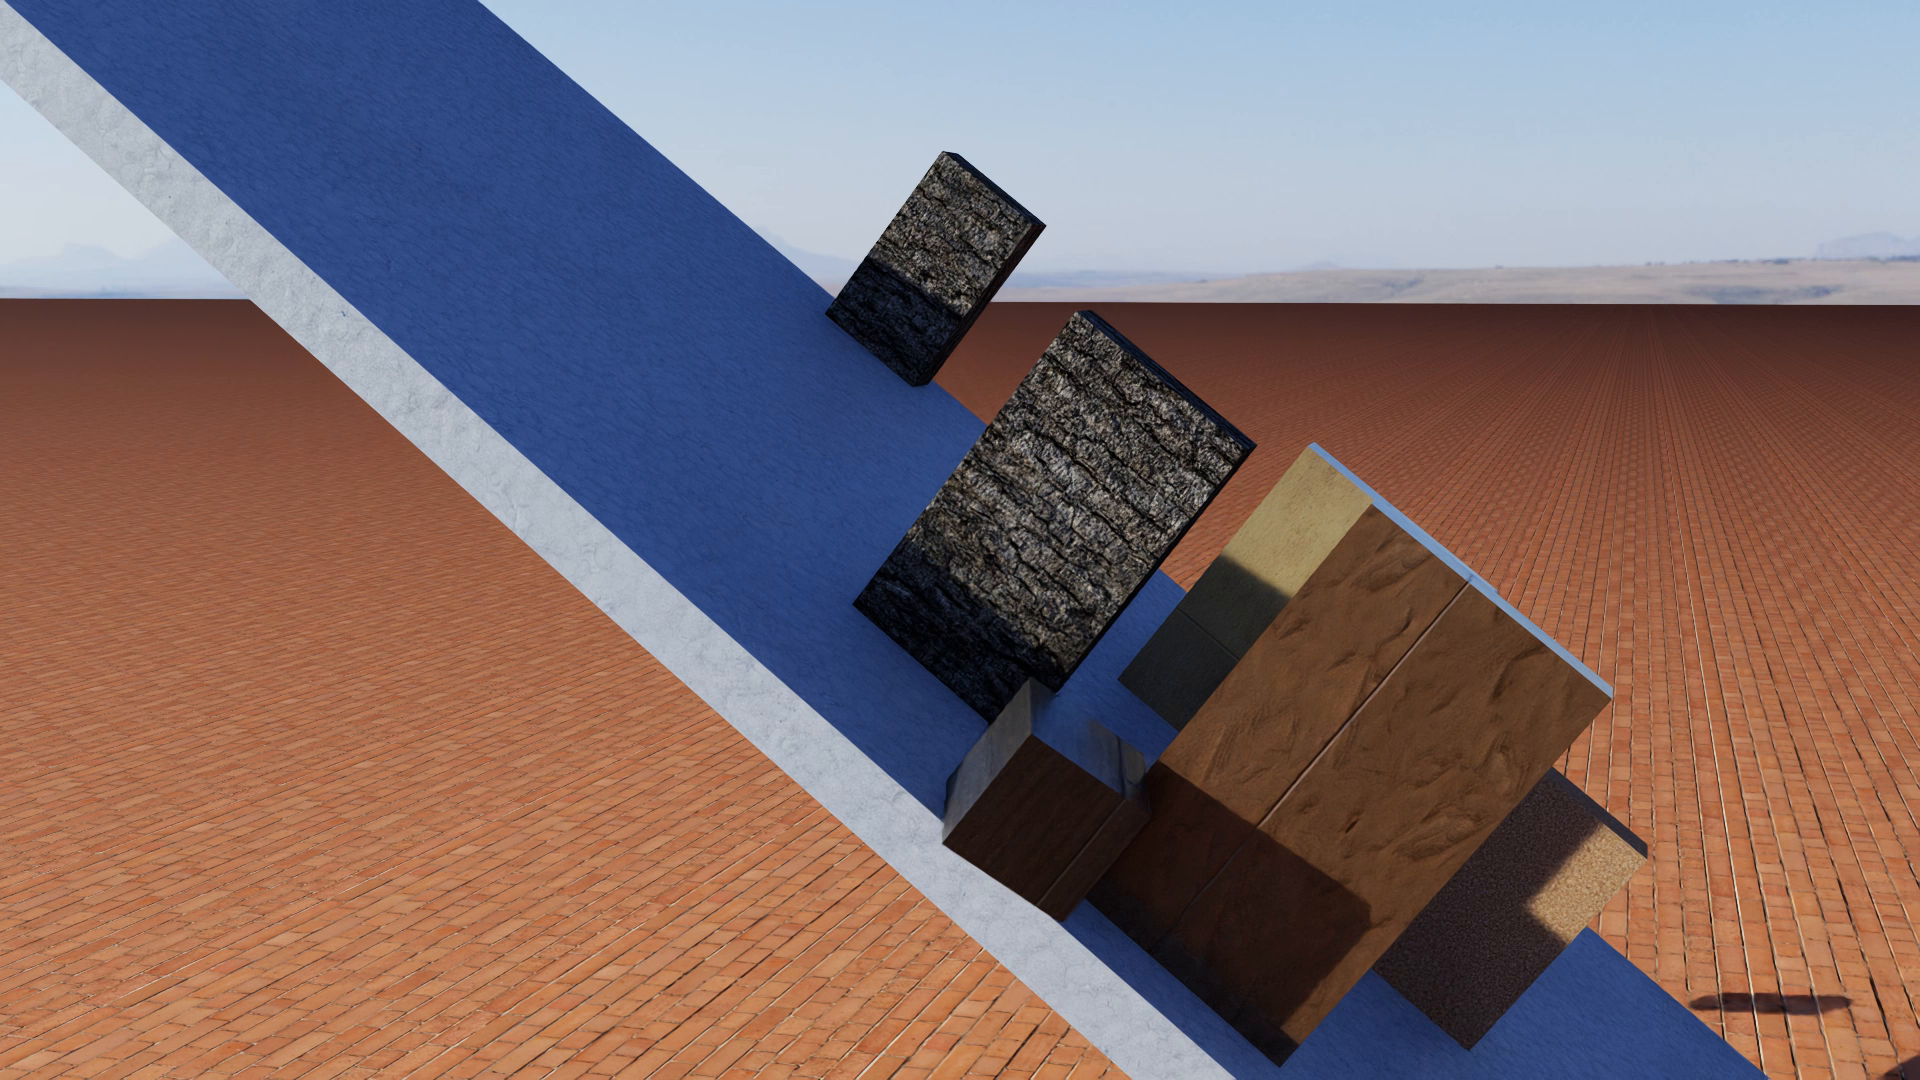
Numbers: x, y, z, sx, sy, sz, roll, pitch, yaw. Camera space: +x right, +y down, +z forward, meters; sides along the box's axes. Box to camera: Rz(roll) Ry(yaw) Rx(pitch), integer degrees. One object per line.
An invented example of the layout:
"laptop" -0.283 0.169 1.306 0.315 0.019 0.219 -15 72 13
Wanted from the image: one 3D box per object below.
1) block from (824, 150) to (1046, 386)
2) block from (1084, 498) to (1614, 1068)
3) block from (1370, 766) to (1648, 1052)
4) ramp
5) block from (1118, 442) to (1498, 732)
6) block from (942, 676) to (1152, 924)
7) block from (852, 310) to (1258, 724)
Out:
"block" -0.055 -0.602 4.902 0.262 0.452 0.117 40 16 9
"block" 0.511 0.340 3.052 0.404 0.696 0.082 40 16 9
"block" 0.815 0.530 3.648 0.443 0.438 0.101 40 16 9
"ramp" -0.030 0.084 4.054 4.000 0.100 2.000 40 16 9
"block" 0.629 0.176 4.010 0.425 0.560 0.091 40 16 9
"block" 0.119 0.358 3.059 0.202 0.202 0.202 35 16 -10
"block" 0.144 -0.022 3.454 0.335 0.594 0.104 40 16 9
